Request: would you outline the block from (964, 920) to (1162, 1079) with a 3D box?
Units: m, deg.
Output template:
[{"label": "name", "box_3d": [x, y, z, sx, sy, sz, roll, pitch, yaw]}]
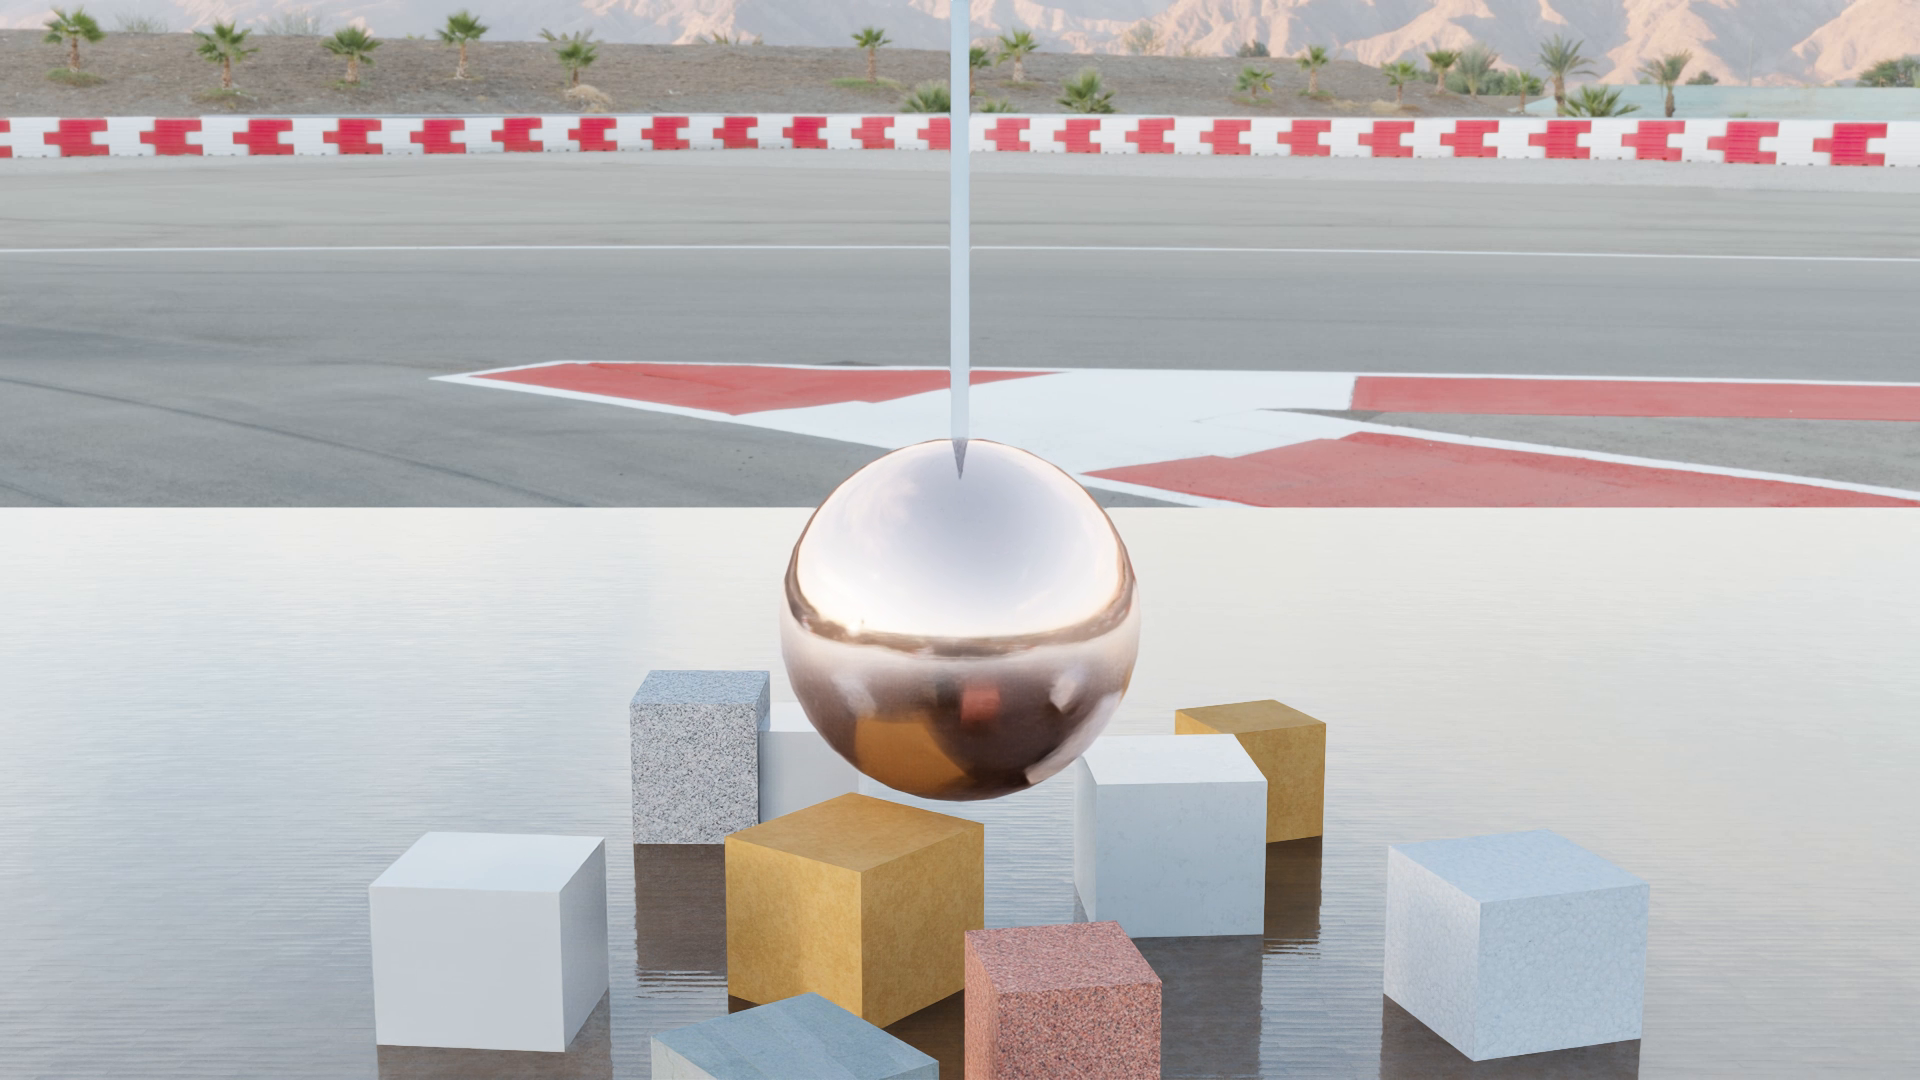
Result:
[{"label": "block", "box_3d": [0.364, 1.797, 8.026, 0.584, 0.592, 0.627, -2, 10, -11]}]

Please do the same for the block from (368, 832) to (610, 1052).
[{"label": "block", "box_3d": [-1.885, 1.609, 8.893, 0.755, 0.652, 0.688, 1, 10, 5]}]

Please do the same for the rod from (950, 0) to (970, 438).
[{"label": "rod", "box_3d": [0.000, -3.041, 9.957, 0.080, 5.200, 0.080, 0, -4, 0]}]

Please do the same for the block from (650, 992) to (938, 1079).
[{"label": "block", "box_3d": [-0.538, 1.943, 7.133, 0.631, 0.625, 0.729, -8, 13, -36]}]

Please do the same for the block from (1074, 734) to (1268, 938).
[{"label": "block", "box_3d": [0.953, 1.351, 10.148, 0.759, 0.712, 0.786, -1, 10, -4]}]

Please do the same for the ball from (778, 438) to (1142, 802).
[{"label": "ball", "box_3d": [0.000, 0.349, 9.696, 1.600, 1.600, 1.600, 0, 10, 0]}]

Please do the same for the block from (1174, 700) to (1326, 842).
[{"label": "block", "box_3d": [1.487, 1.196, 11.335, 0.581, 0.592, 0.532, -4, 11, -22]}]

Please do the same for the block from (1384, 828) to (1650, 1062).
[{"label": "block", "box_3d": [2.232, 1.616, 8.886, 0.748, 0.641, 0.729, -3, 11, -17]}]

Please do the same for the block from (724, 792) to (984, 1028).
[{"label": "block", "box_3d": [-0.433, 1.540, 9.184, 0.737, 0.685, 0.791, 8, 13, 37]}]

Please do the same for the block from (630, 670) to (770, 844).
[{"label": "block", "box_3d": [-1.331, 1.114, 11.398, 0.633, 0.731, 0.700, 0, 10, 1]}]

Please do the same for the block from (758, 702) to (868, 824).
[{"label": "block", "box_3d": [-0.752, 1.195, 11.388, 0.505, 0.575, 0.576, 0, 10, 3]}]
